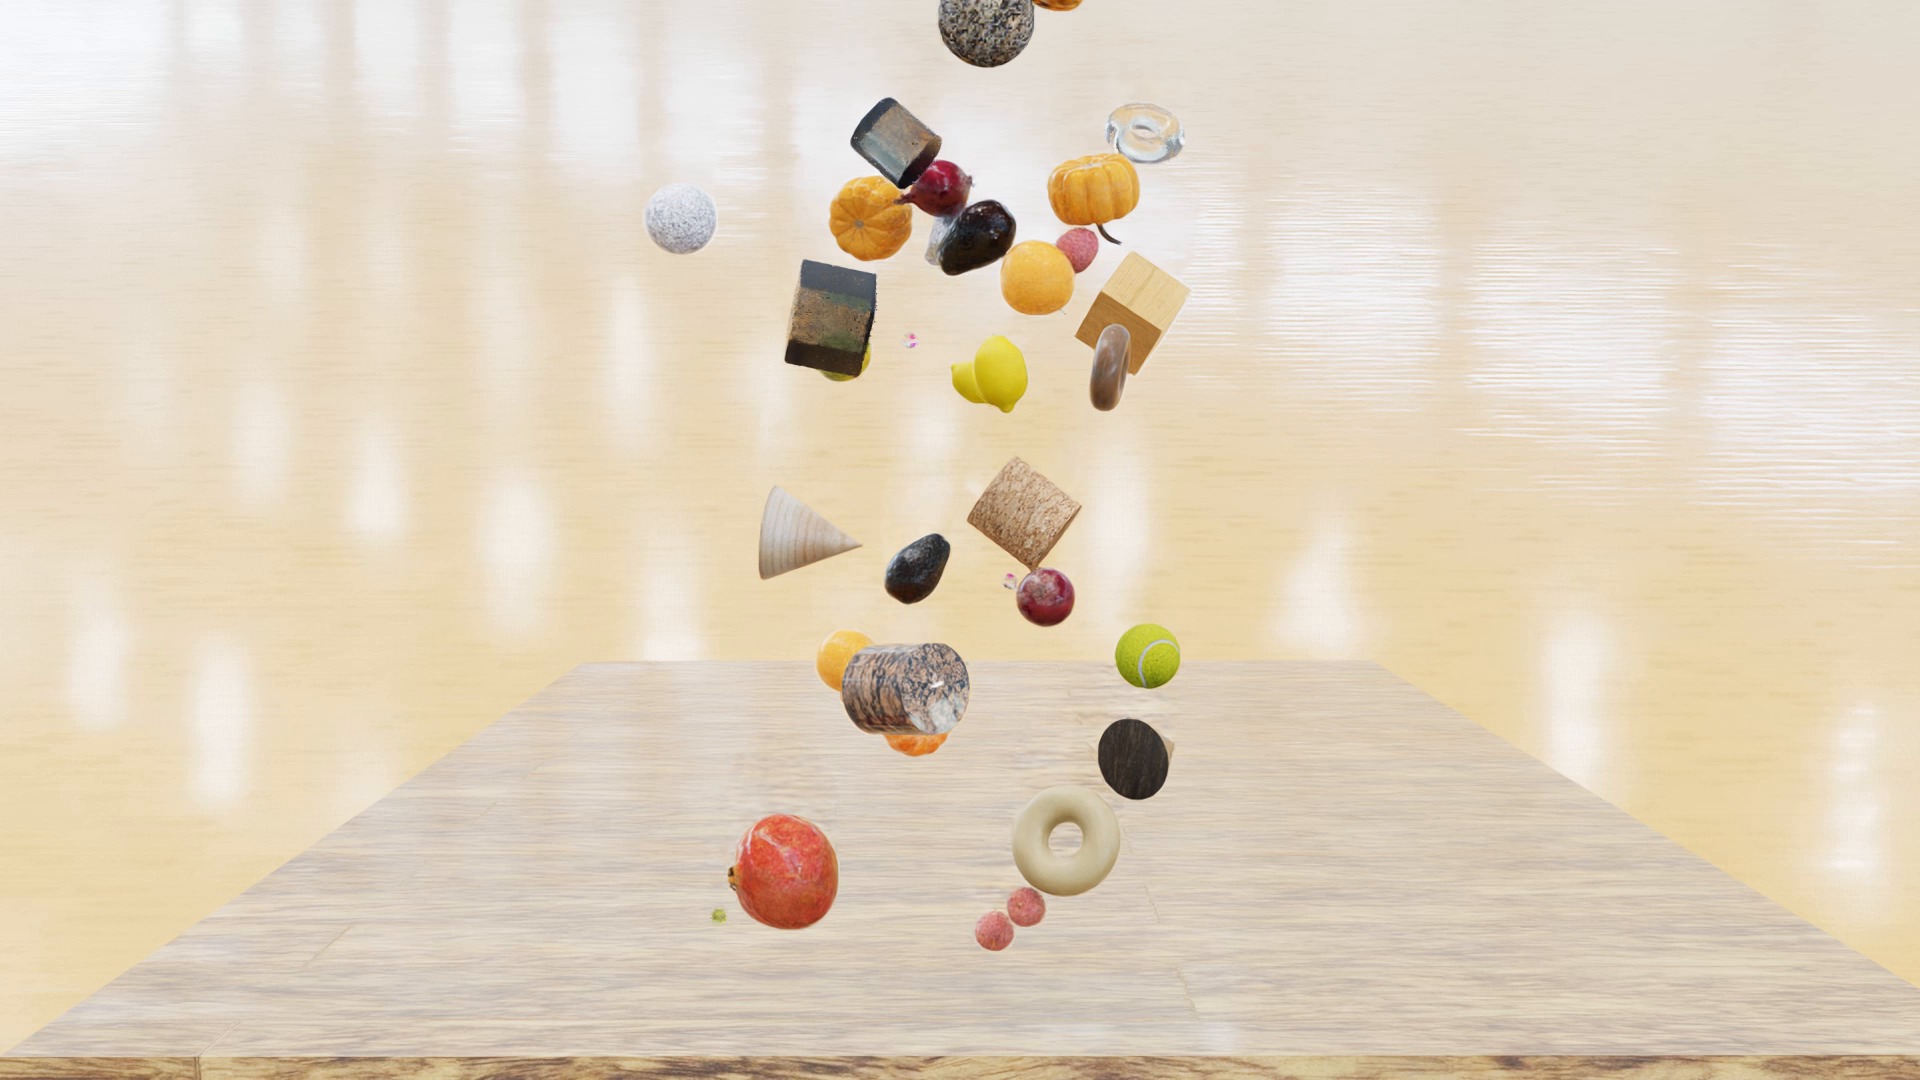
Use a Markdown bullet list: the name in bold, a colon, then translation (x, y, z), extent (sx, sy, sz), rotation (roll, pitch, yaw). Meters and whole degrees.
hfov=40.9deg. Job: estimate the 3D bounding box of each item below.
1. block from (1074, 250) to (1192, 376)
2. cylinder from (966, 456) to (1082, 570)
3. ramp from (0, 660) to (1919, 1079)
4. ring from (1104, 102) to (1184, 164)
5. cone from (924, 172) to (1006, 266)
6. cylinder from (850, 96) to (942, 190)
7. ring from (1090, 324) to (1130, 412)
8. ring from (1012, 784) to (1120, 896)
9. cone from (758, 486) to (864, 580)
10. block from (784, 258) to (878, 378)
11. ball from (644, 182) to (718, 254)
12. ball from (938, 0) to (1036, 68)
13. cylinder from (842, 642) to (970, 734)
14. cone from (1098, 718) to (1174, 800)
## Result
- **block**: translation (0.190, -0.249, 2.826), extent (0.080, 0.080, 0.080), rotation (34, 50, 3)
- **cylinder**: translation (0.069, -0.029, 2.767), extent (0.089, 0.089, 0.089), rotation (37, 30, 5)
- **ramp**: translation (0.050, 0.457, 4.533), extent (2.000, 0.100, 4.000), rotation (0, 3, 0)
- **ring**: translation (0.188, -0.414, 2.618), extent (0.083, 0.028, 0.083), rotation (5, 48, -6)
- **cone**: translation (-0.004, -0.344, 2.682), extent (0.088, 0.088, 0.088), rotation (-13, -16, -4)
- **cylinder**: translation (-0.064, -0.395, 2.557), extent (0.065, 0.065, 0.065), rotation (41, 34, 10)
- **ring**: translation (0.156, -0.179, 2.676), extent (0.031, 0.092, 0.092), rotation (11, 23, 9)
- **ring**: translation (0.107, 0.305, 2.608), extent (0.114, 0.114, 0.038), rotation (10, -13, 24)
- **cone**: translation (-0.137, -0.001, 2.456), extent (0.092, 0.092, 0.092), rotation (8, 23, 8)
- **block**: translation (-0.120, -0.206, 2.385), extent (0.071, 0.071, 0.071), rotation (11, 35, -8)
- **ball**: translation (-0.256, -0.295, 2.360), extent (0.066, 0.066, 0.066), rotation (0, 22, 0)
- **ball**: translation (0.025, -0.496, 2.447), extent (0.093, 0.093, 0.093), rotation (0, 22, 0)
- **cylinder**: translation (-0.053, 0.147, 2.530), extent (0.090, 0.090, 0.090), rotation (-20, 10, -41)
- **cone**: translation (0.205, 0.223, 2.712), extent (0.086, 0.086, 0.086), rotation (15, 15, 33)
